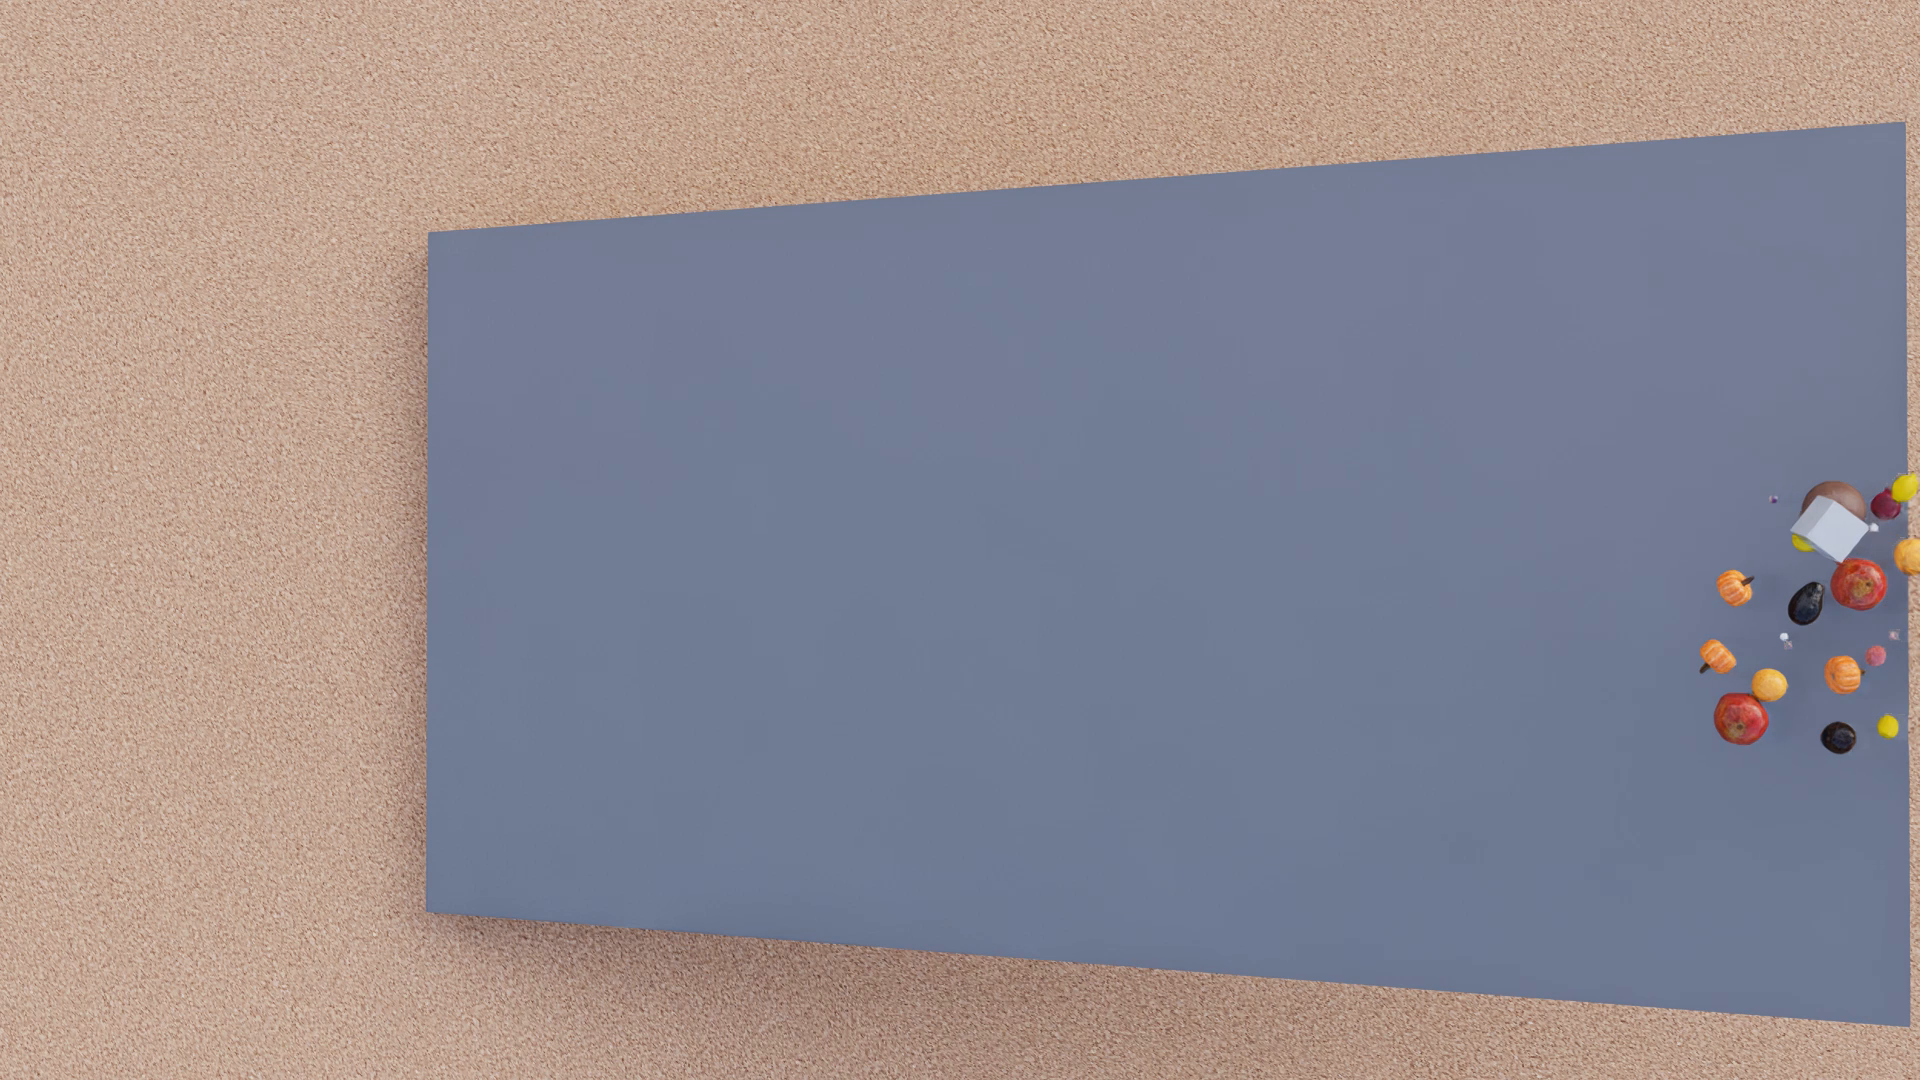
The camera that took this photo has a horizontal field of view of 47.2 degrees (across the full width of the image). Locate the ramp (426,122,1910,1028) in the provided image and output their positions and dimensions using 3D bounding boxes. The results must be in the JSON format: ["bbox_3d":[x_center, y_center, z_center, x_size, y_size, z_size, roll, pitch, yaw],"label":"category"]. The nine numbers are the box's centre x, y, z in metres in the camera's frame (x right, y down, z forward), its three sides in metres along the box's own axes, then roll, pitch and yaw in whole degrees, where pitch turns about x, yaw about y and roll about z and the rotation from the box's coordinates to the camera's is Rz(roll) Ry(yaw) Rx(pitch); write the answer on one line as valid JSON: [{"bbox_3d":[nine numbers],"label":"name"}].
[{"bbox_3d":[0.283,0.084,5.708,4.000,0.100,2.000,0,89,24],"label":"ramp"}]

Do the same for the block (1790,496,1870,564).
[{"bbox_3d":[1.677,-0.021,4.241,0.086,0.086,0.086,36,97,-4],"label":"block"}]
